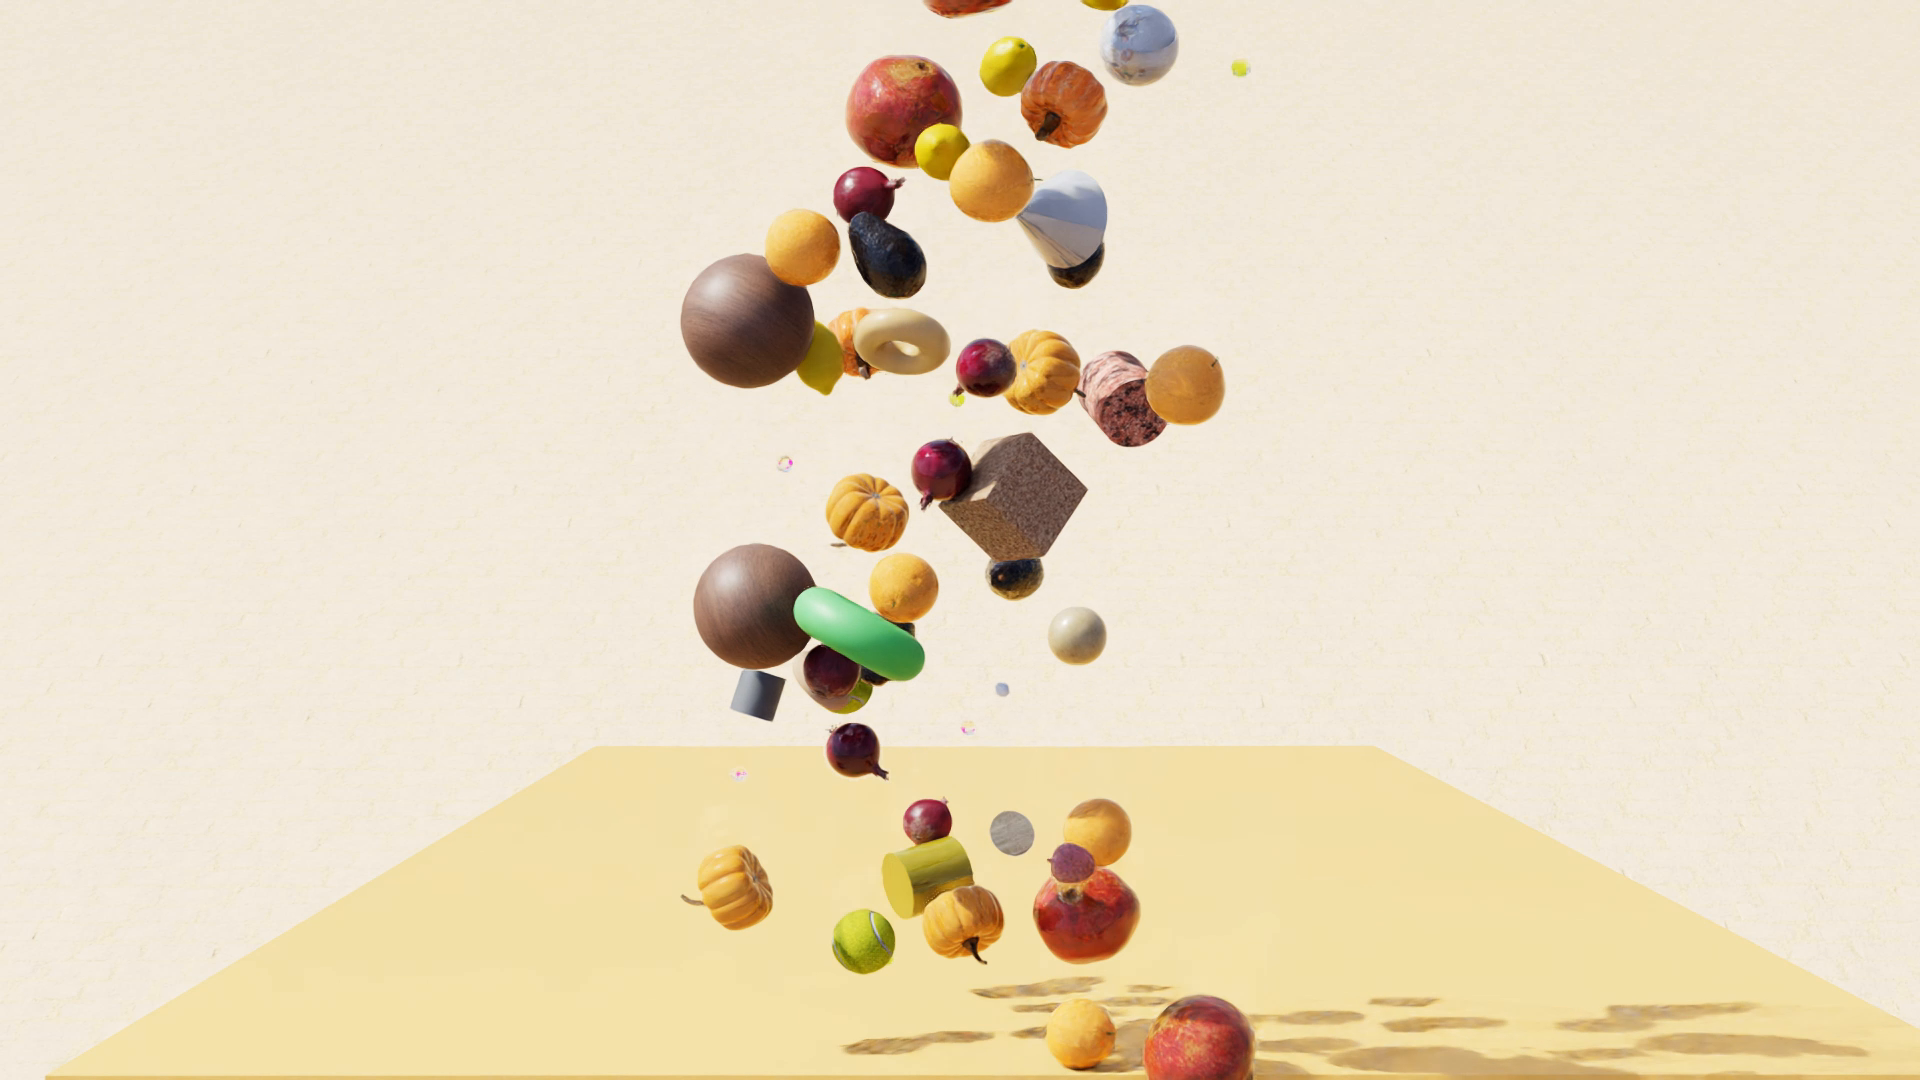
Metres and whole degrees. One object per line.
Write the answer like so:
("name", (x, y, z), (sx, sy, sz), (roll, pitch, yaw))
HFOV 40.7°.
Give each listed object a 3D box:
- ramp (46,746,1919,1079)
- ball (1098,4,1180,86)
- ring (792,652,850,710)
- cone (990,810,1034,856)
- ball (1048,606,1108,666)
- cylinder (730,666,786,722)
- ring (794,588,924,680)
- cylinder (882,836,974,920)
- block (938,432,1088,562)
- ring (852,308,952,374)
("ramp", (0.066, 0.587, 4.637), (2.000, 0.100, 4.000), (0, 0, 0))
("ball", (0.163, -0.451, 2.358), (0.075, 0.075, 0.075), (0, 29, 0))
("ring", (-0.150, 0.151, 2.782), (0.026, 0.077, 0.077), (-43, 28, 13))
("cone", (0.054, 0.358, 3.089), (0.056, 0.056, 0.056), (7, 65, -15))
("ball", (0.133, 0.108, 2.915), (0.068, 0.068, 0.068), (0, 29, 0))
("cylinder", (-0.226, 0.172, 2.895), (0.051, 0.051, 0.051), (18, -3, 1))
("ring", (-0.098, 0.091, 2.507), (0.140, 0.047, 0.140), (29, -1, 0))
("cylinder", (-0.039, 0.402, 3.078), (0.081, 0.081, 0.081), (-13, 32, -27))
("block", (0.051, -0.041, 2.494), (0.085, 0.085, 0.085), (-8, 43, 57))
("ring", (-0.052, -0.178, 2.326), (0.089, 0.089, 0.030), (4, 64, 7))
